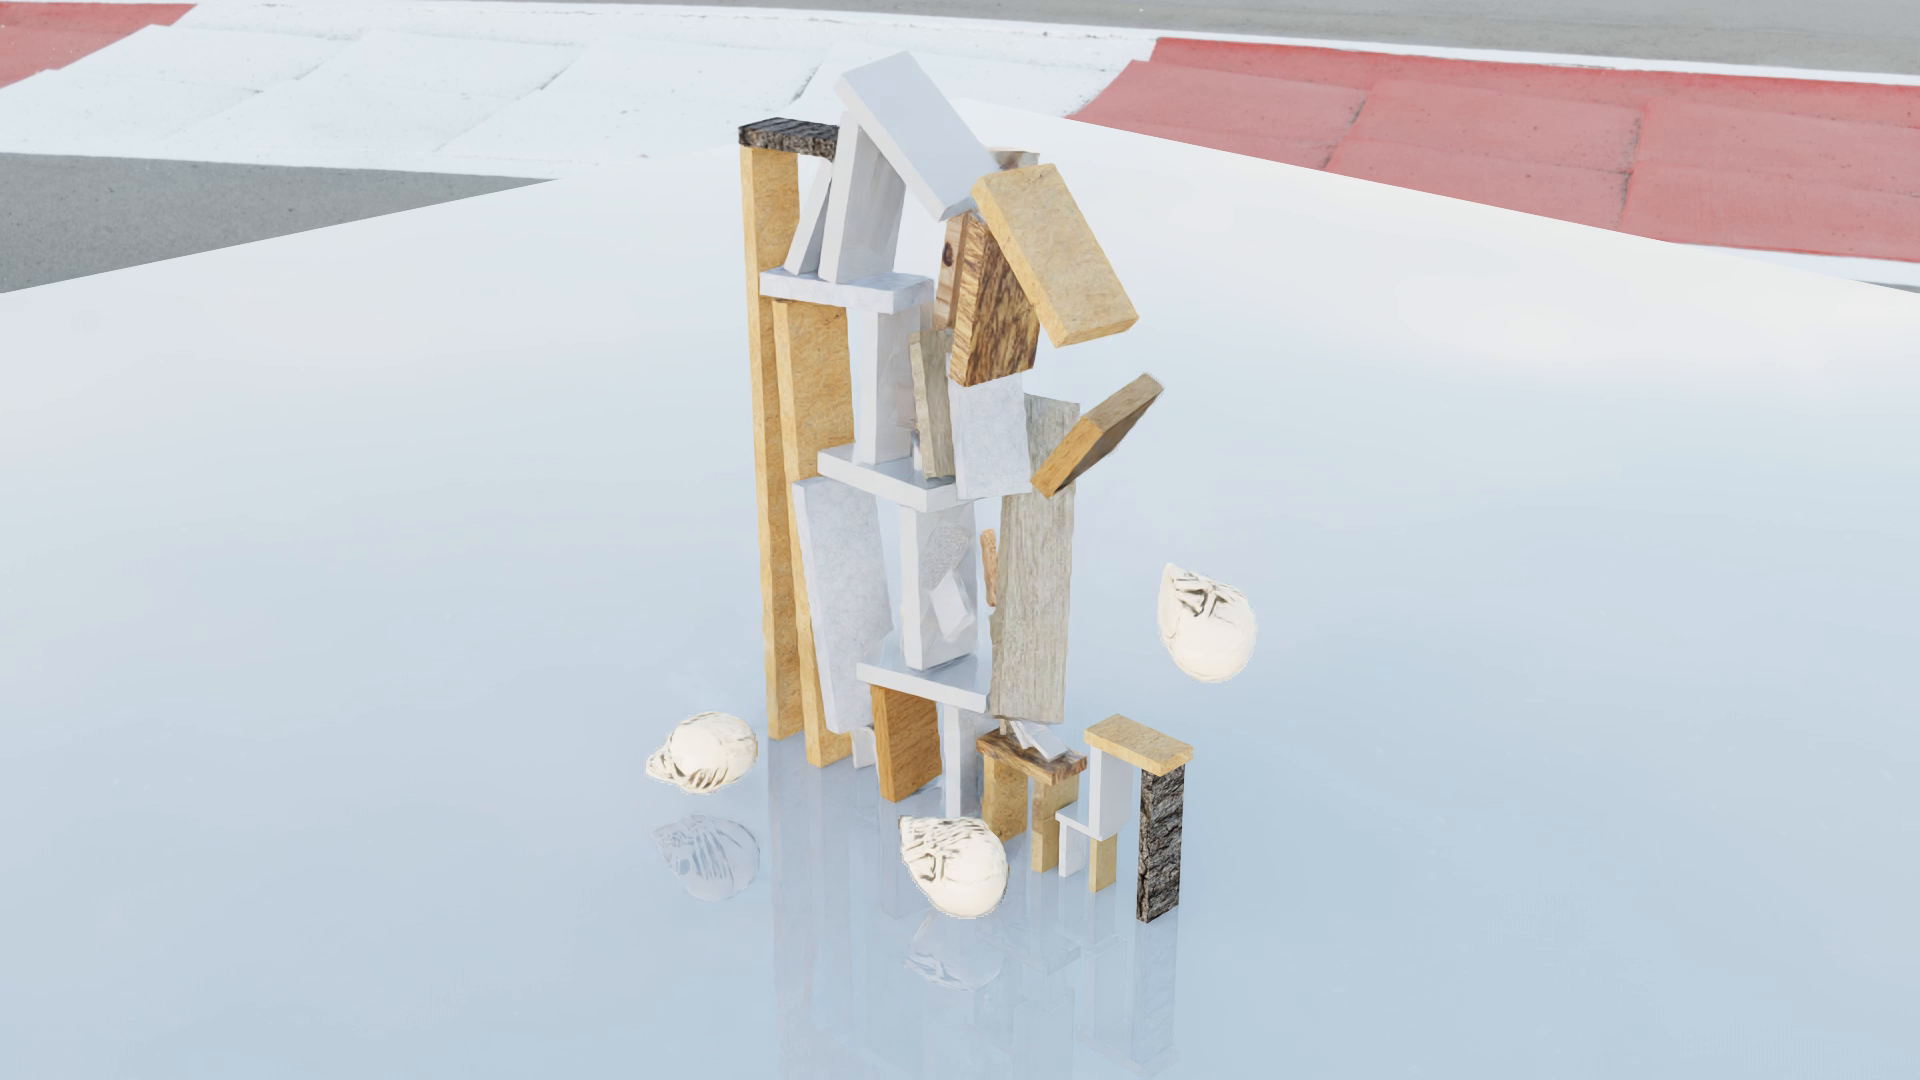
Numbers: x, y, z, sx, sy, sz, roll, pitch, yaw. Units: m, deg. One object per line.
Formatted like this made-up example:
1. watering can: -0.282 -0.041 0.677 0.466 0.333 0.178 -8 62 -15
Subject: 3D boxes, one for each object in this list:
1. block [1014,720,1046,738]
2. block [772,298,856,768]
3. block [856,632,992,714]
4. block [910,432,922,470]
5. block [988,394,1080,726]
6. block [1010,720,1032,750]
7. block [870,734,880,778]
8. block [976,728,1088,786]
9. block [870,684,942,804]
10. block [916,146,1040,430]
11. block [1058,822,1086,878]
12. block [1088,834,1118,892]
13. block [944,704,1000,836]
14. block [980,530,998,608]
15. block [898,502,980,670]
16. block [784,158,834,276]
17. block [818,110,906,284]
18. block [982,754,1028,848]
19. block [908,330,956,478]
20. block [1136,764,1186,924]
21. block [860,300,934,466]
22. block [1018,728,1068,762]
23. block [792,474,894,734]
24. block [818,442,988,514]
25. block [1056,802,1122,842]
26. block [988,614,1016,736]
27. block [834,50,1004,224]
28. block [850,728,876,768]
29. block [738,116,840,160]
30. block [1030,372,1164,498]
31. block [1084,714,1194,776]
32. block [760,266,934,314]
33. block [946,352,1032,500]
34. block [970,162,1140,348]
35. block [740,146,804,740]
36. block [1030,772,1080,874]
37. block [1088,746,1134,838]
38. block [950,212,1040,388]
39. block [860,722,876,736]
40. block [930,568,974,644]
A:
1. block: 0.122 0.333 4.216 0.046 0.013 0.092 -19 67 -37
2. block: -0.276 -0.016 4.517 0.154 1.000 0.044 -21 27 -40
3. block: -0.048 0.262 4.354 0.282 0.040 0.141 13 27 22
4. block: -0.086 -0.175 4.312 0.014 0.049 0.099 -4 20 -4
5. block: 0.146 0.034 4.254 0.139 0.638 0.039 9 -15 -22
6. block: 0.123 0.354 4.242 0.046 0.092 0.013 -19 -11 -38
7. block: -0.158 0.443 4.586 0.014 0.102 0.051 1 20 33
8. block: 0.138 0.412 4.244 0.099 0.028 0.199 -21 31 -40
9. block: -0.109 0.382 4.485 0.040 0.282 0.141 20 36 39
10. block: 0.034 -0.484 4.302 0.165 0.568 0.047 -6 24 -38
11. block: 0.217 0.585 4.232 0.017 0.117 0.058 21 31 41
12. block: 0.272 0.607 4.181 0.017 0.117 0.059 21 31 41
13. block: 0.034 0.432 4.380 0.040 0.282 0.141 19 29 40
14. block: 0.061 0.055 4.281 0.020 0.142 0.071 -5 -9 -7
15. block: -0.040 0.076 4.310 0.046 0.325 0.162 13 22 42
16. block: -0.260 -0.638 4.277 0.034 0.243 0.121 33 30 17
17. block: -0.176 -0.664 4.212 0.047 0.329 0.165 29 32 32
18. block: 0.090 0.498 4.332 0.099 0.199 0.028 -21 31 -41
19. block: -0.015 -0.263 4.217 0.139 0.277 0.039 -7 0 -34
20. block: 0.370 0.550 4.058 0.026 0.318 0.092 21 31 41
21. block: -0.125 -0.314 4.314 0.044 0.308 0.154 20 27 40
22. block: 0.160 0.382 4.212 0.046 0.013 0.092 -22 56 -38
23. block: -0.226 0.122 4.493 0.162 0.530 0.046 -17 19 -31
24. block: -0.114 -0.131 4.329 0.162 0.046 0.325 -16 26 -40
25. block: 0.245 0.534 4.180 0.117 0.017 0.058 21 31 41
26. block: 0.103 0.260 4.286 0.071 0.237 0.020 1 -13 -29
27. block: -0.071 -0.750 4.072 0.165 0.047 0.329 -28 75 -34
28. block: -0.202 0.425 4.627 0.051 0.102 0.014 -12 15 -26
29. block: -0.296 -0.777 4.248 0.243 0.034 0.121 14 26 30
30. block: 0.252 -0.193 4.006 0.047 0.167 0.334 43 29 6
31. block: 0.327 0.374 4.031 0.092 0.026 0.185 -21 31 -41
32. block: -0.221 -0.497 4.301 0.308 0.044 0.154 11 22 28
33. block: 0.055 -0.223 4.193 0.139 0.277 0.039 -7 3 -24
34. block: 0.166 -0.504 3.874 0.167 0.047 0.334 -17 72 -35
35. block: -0.368 -0.183 4.545 0.034 1.287 0.122 19 29 39
36. block: 0.184 0.535 4.245 0.099 0.199 0.028 -21 31 -41
37. block: 0.283 0.454 4.112 0.026 0.184 0.092 21 31 41
38. block: 0.079 -0.452 4.037 0.167 0.334 0.047 -18 42 -34
39. block: -0.189 0.376 4.591 0.051 0.014 0.102 -20 30 -32
40. block: -0.015 0.125 4.182 0.020 0.071 0.142 25 25 -28
